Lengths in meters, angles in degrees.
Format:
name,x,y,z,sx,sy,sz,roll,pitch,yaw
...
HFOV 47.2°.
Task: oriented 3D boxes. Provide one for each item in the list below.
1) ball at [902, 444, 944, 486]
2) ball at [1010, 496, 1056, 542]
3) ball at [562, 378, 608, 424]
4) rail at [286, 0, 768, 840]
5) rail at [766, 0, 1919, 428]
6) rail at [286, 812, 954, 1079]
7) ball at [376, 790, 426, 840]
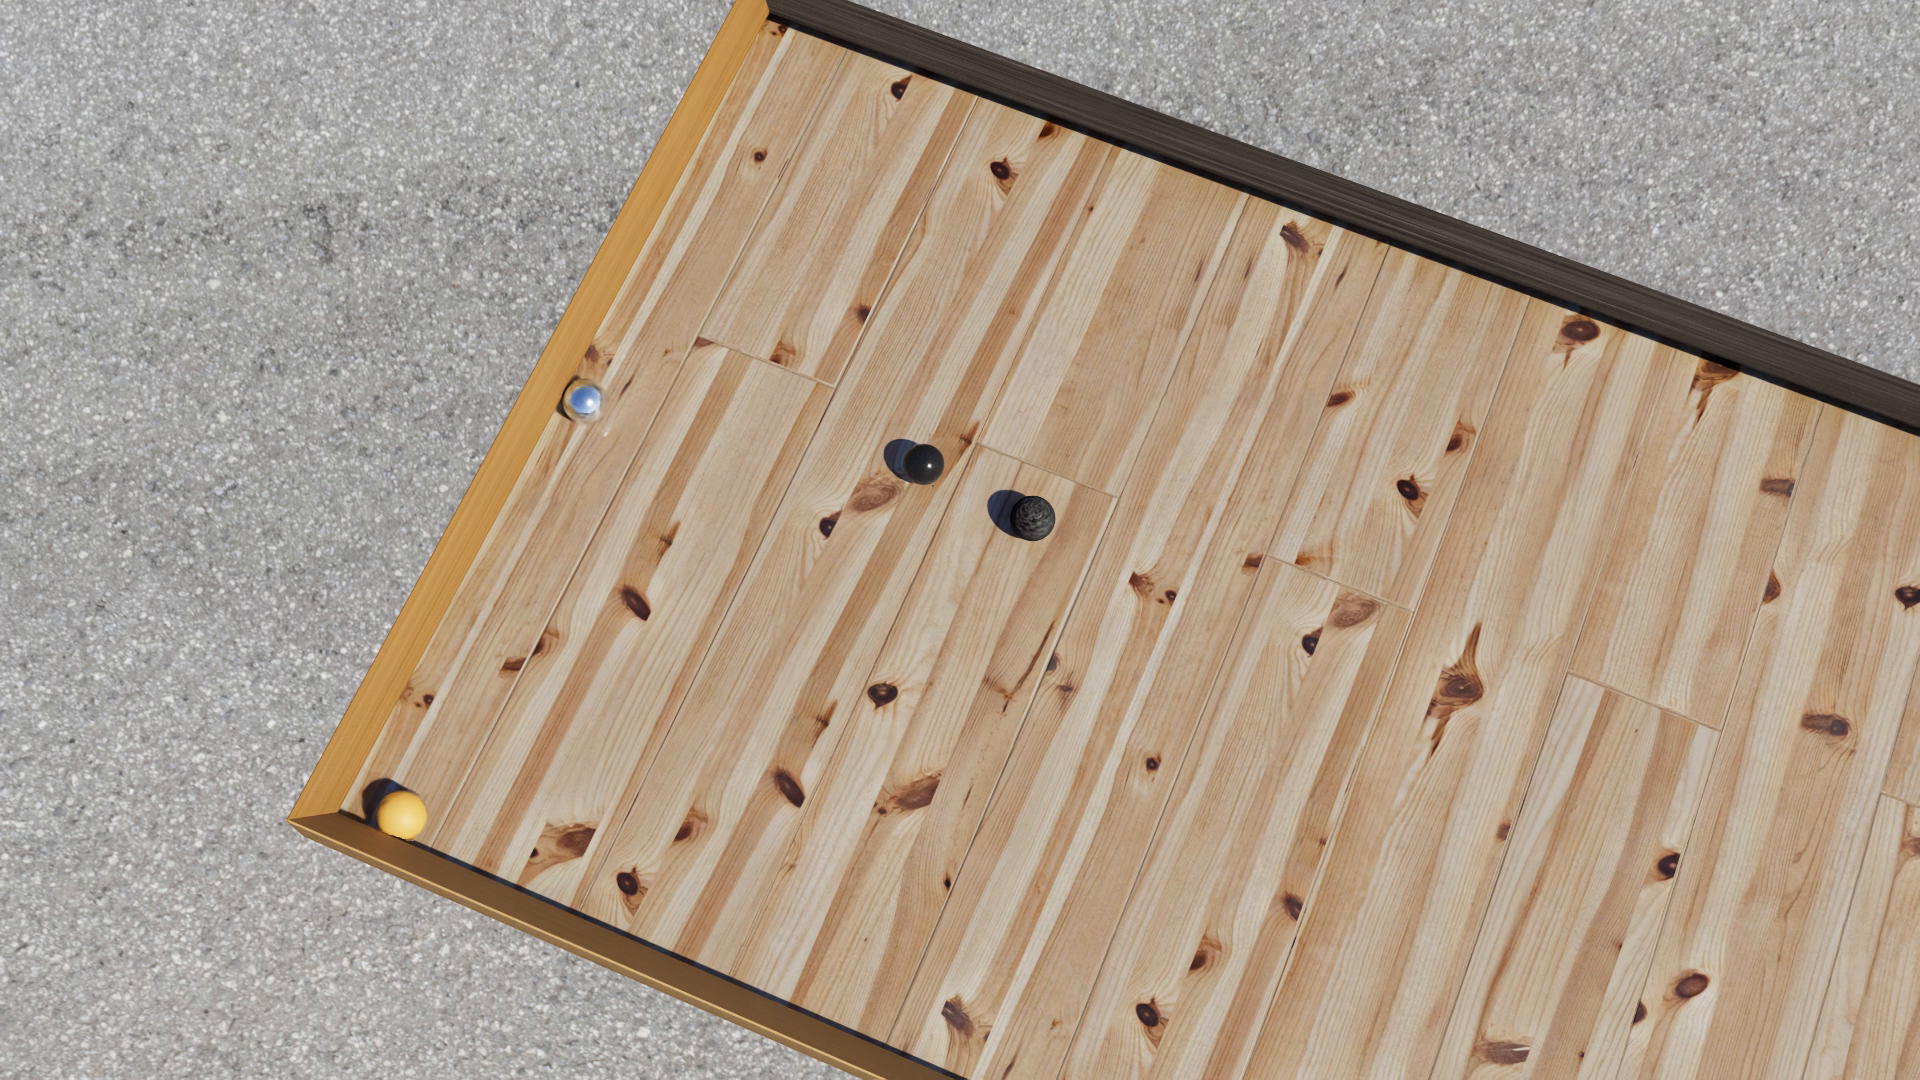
name,x,y,z,sx,sy,sz,roll,pitch,yaw
ball,-0.058,-0.121,3.525,0.067,0.067,0.067,0,68,0
ball,0.115,-0.034,3.488,0.073,0.073,0.073,0,68,0
ball,-0.606,-0.225,3.563,0.073,0.073,0.073,0,68,0
rail,-0.654,-0.263,3.564,0.045,0.097,1.641,21,70,8
rail,0.986,-0.422,3.627,2.936,0.097,0.045,21,70,8
rail,0.365,0.944,3.089,2.936,0.097,0.045,21,70,8
ball,-0.841,0.414,3.310,0.074,0.074,0.074,0,68,0
